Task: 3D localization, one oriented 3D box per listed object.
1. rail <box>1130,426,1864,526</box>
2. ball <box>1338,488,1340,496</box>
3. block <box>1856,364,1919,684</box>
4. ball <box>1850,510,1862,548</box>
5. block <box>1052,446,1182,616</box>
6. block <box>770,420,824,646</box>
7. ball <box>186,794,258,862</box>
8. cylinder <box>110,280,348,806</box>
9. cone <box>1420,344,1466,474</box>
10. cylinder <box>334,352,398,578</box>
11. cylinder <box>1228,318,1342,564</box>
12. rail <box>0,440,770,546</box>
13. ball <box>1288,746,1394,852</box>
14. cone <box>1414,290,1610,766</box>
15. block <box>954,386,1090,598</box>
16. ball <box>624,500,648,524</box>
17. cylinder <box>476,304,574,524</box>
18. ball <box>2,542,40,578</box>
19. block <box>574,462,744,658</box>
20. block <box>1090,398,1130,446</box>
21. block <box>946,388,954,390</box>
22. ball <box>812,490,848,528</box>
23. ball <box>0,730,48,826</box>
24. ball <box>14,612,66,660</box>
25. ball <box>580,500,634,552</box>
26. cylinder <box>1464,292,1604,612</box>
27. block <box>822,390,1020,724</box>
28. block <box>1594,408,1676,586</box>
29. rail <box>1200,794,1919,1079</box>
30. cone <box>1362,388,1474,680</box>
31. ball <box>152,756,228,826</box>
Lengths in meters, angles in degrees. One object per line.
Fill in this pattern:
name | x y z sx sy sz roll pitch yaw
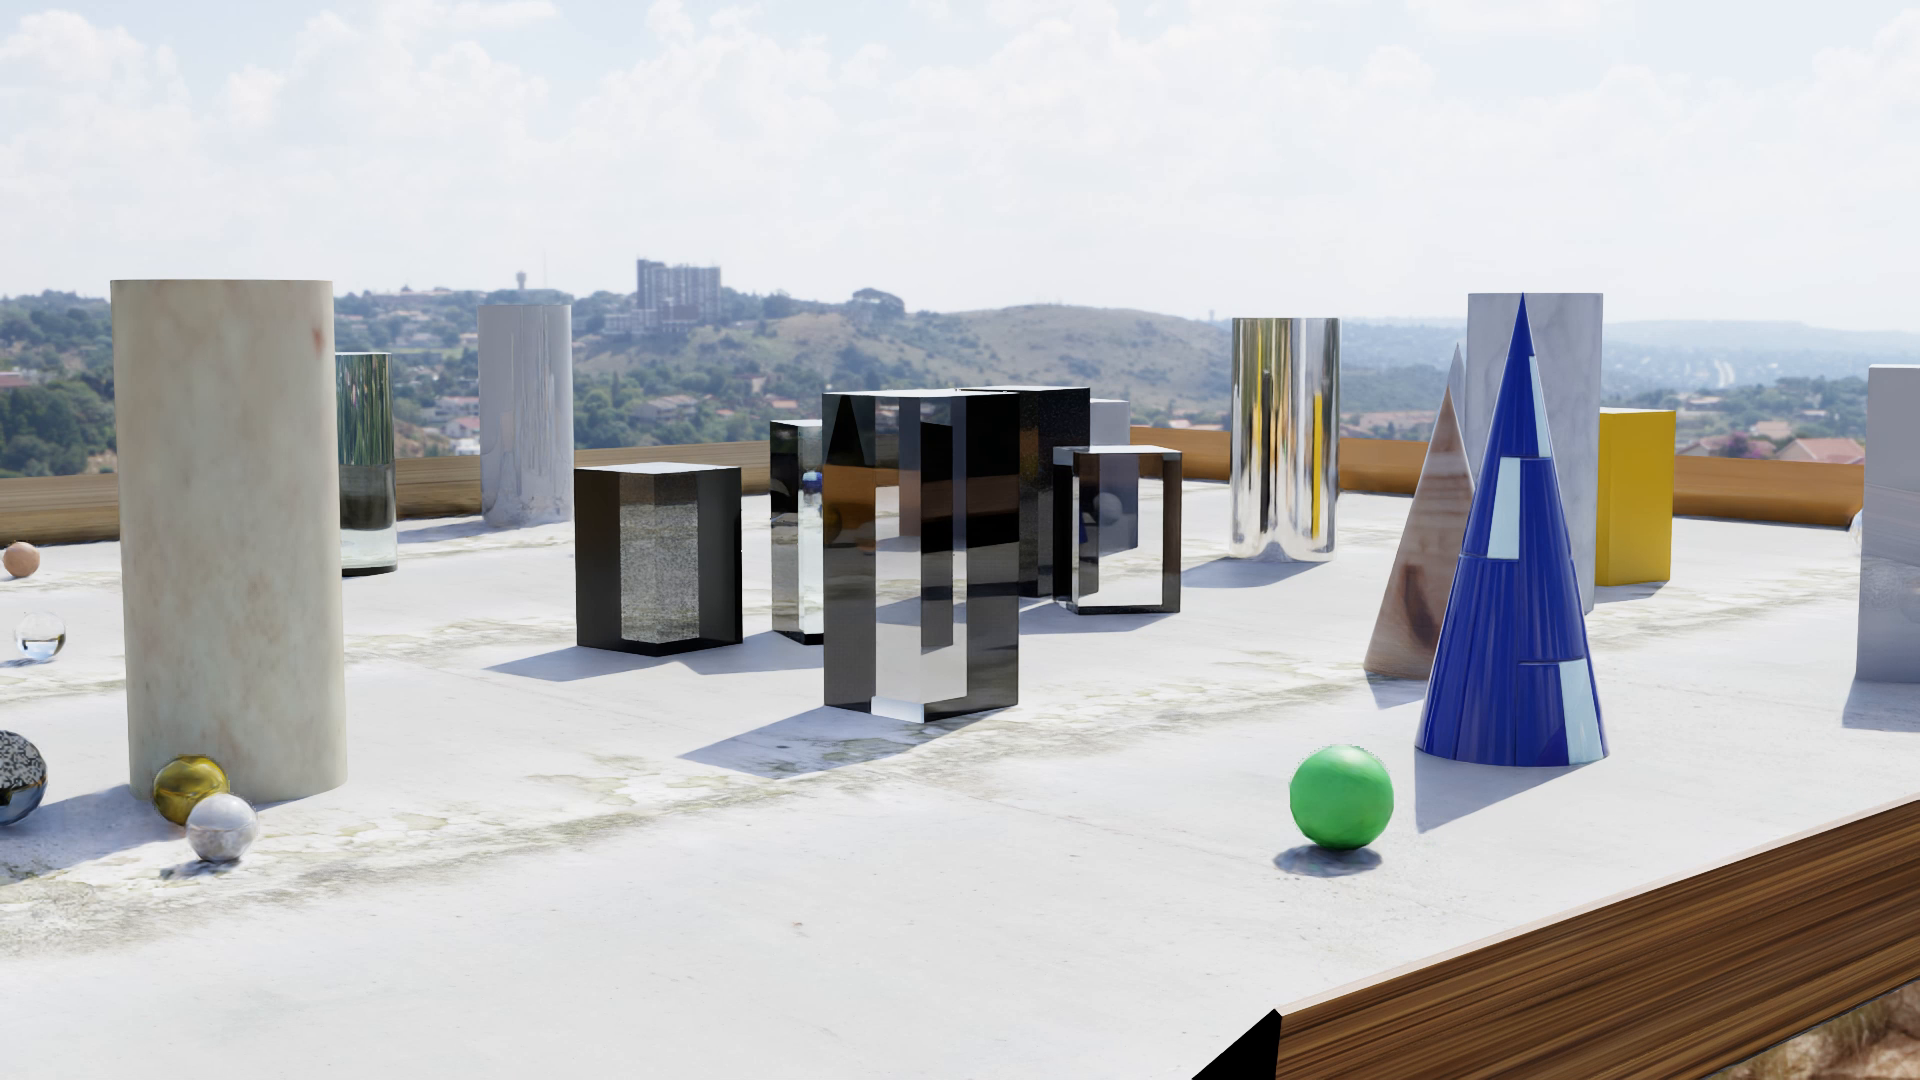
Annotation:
rail | 1.568 -0.118 4.771 0.045 0.126 3.636 -5 8 -42
ball | 0.822 -0.110 4.970 0.070 0.070 0.070 0 6 0
block | 1.183 -0.023 2.673 0.156 0.376 0.156 3 7 24
ball | 1.675 -0.019 4.018 0.089 0.089 0.089 0 6 0
block | 0.233 -0.017 3.289 0.156 0.237 0.156 -1 6 -11
block | -0.162 -0.015 3.007 0.156 0.291 0.156 -2 6 -21
ball | -0.596 0.233 1.776 0.055 0.055 0.055 0 6 0
cylinder | -0.677 -0.004 2.046 0.195 0.471 0.195 0 6 0
cone | 0.902 -0.168 4.003 0.195 0.388 0.195 0 6 0
cylinder | -1.061 -0.132 3.740 0.195 0.370 0.195 0 6 0
cylinder | 0.583 -0.183 3.947 0.195 0.430 0.195 0 6 0
rail | -1.217 -0.105 4.643 4.315 0.126 0.045 -5 8 -42
ball | 0.315 0.213 1.814 0.086 0.086 0.086 0 6 0
cone | 0.562 -0.019 2.220 0.195 0.464 0.195 0 6 0
block | 0.099 -0.081 3.495 0.156 0.321 0.156 4 7 34
ball | -0.677 -0.060 4.593 0.049 0.049 0.049 0 6 0
cylinder | -0.914 -0.267 4.633 0.195 0.454 0.195 0 6 0
ball | -1.565 0.033 3.667 0.058 0.058 0.058 0 6 0
block | -0.400 0.022 2.921 0.156 0.236 0.156 5 8 39
block | 0.219 -0.131 4.211 0.156 0.271 0.156 -3 7 -26
block | 0.034 -0.159 4.411 0.156 0.284 0.156 3 7 26
ball | -0.266 -0.064 4.506 0.076 0.076 0.076 0 6 0
ball | -0.832 0.206 1.899 0.083 0.083 0.083 0 6 0
ball | -1.172 0.122 2.802 0.062 0.062 0.062 0 6 0
ball | -0.646 -0.025 4.032 0.097 0.097 0.097 0 6 0
cylinder | 0.852 -0.133 3.283 0.195 0.468 0.195 0 6 0
block | -0.044 0.012 2.465 0.156 0.352 0.156 6 8 44
block | 1.064 -0.075 3.635 0.156 0.279 0.156 -4 7 -34
rail | 1.217 0.170 2.021 4.315 0.126 0.045 -5 8 -42
cone | 0.599 -0.016 2.718 0.195 0.353 0.195 0 6 0
ball | -0.665 0.217 1.900 0.061 0.061 0.061 0 6 0
